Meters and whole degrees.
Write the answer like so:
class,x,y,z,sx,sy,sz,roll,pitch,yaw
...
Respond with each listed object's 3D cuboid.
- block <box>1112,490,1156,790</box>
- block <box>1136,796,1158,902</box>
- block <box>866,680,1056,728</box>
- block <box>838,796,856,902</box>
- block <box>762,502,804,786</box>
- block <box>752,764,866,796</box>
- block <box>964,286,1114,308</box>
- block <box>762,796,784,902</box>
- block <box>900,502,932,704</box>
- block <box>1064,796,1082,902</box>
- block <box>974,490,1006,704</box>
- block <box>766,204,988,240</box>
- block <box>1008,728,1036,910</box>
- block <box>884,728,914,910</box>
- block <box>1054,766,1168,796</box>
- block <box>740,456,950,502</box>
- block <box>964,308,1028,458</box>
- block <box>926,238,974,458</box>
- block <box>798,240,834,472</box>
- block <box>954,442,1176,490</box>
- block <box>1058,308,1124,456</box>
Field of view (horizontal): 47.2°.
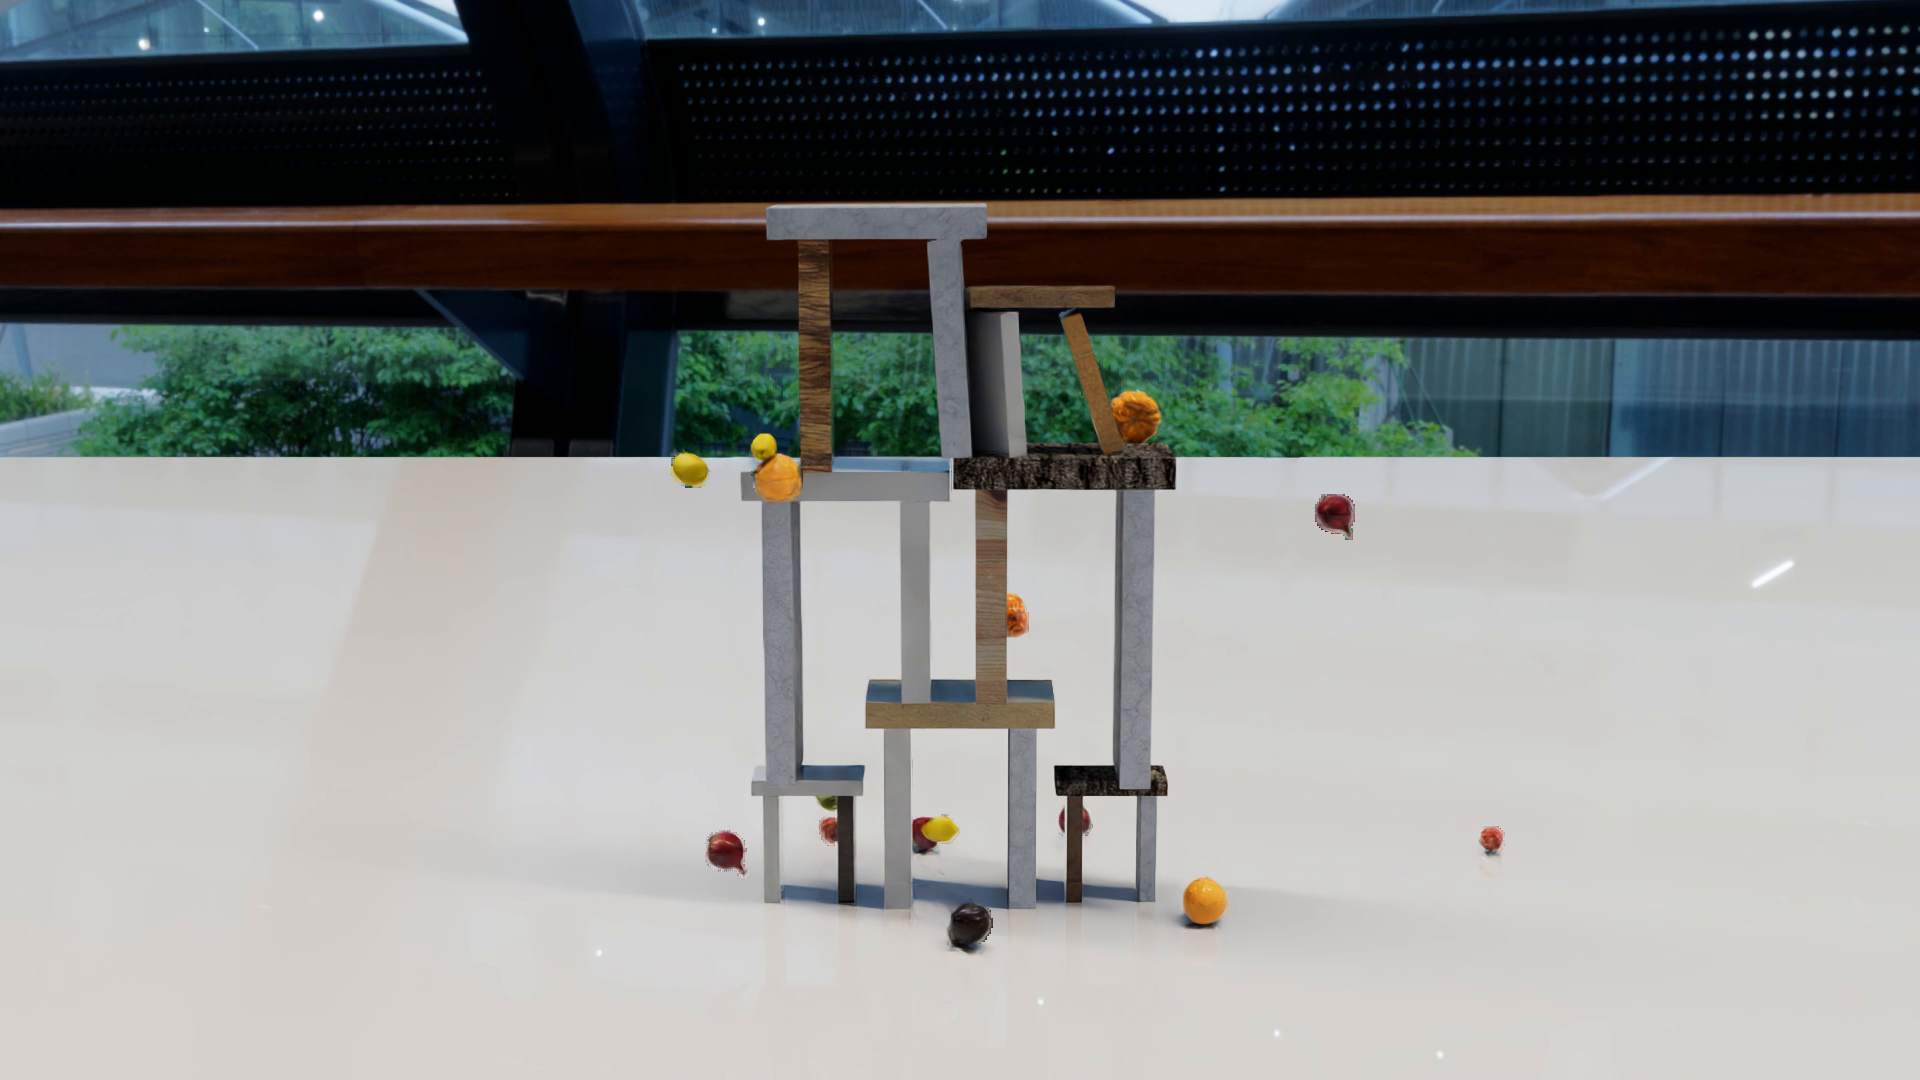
class,x,y,z,sx,sy,sz,roll,pitch,yaw
block,0.282,0.145,3.587,0.049,0.490,0.175,0,11,0
block,0.309,0.500,3.655,0.026,0.182,0.091,0,11,0
block,0.000,0.269,3.611,0.305,0.043,0.153,0,11,0
block,-0.187,0.500,3.654,0.026,0.183,0.091,0,11,0
block,-0.289,0.154,3.592,0.047,0.468,0.164,0,11,1
block,-0.250,0.397,3.635,0.183,0.026,0.091,0,11,0
block,0.124,-0.385,3.479,0.226,0.032,0.113,0,6,-4
block,-0.309,0.500,3.653,0.026,0.183,0.091,0,11,0
block,-0.071,0.086,3.577,0.047,0.328,0.164,0,10,0
block,0.188,0.500,3.655,0.026,0.182,0.091,0,11,0
block,0.050,0.076,3.572,0.049,0.349,0.175,0,11,0
block,-0.128,-0.502,3.464,0.339,0.048,0.170,0,11,0
block,0.102,0.440,3.641,0.043,0.305,0.153,0,11,0
block,-0.101,0.440,3.641,0.043,0.305,0.153,0,11,0
block,0.248,0.398,3.637,0.182,0.026,0.091,0,11,0
block,-0.180,-0.099,3.544,0.329,0.047,0.164,0,11,1
block,0.056,-0.250,3.474,0.032,0.226,0.113,-11,14,-28
block,-0.014,-0.311,3.499,0.048,0.339,0.170,-3,10,2
block,-0.228,-0.300,3.503,0.048,0.363,0.170,0,11,-1
block,0.164,-0.119,3.533,0.349,0.049,0.175,0,11,0
block,0.209,-0.255,3.510,0.032,0.226,0.113,-18,10,3
